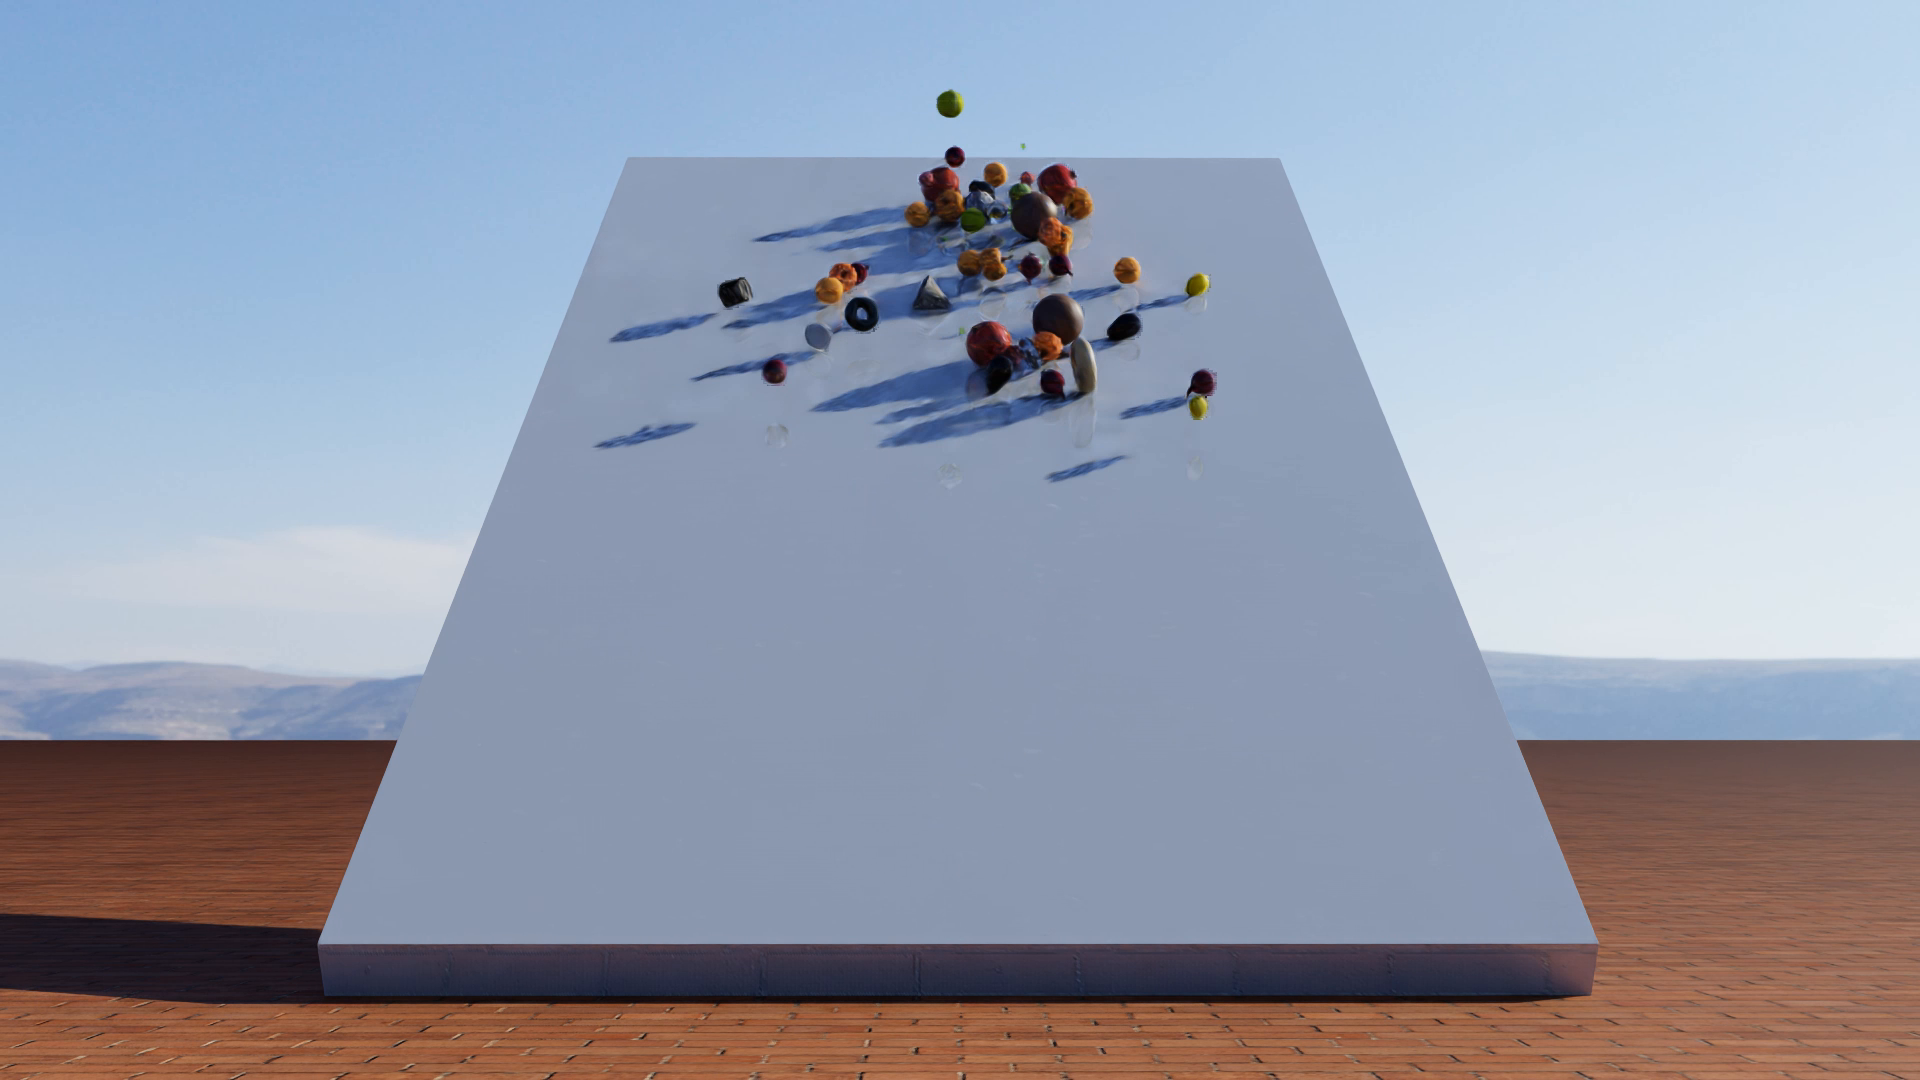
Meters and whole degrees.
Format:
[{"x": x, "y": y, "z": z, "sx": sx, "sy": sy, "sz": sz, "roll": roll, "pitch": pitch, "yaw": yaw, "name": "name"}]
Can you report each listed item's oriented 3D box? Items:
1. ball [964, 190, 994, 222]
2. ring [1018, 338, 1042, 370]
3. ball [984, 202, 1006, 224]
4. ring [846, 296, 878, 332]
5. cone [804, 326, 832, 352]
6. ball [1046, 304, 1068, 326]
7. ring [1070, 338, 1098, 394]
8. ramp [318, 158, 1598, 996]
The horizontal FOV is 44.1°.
[{"x": 0.055, "y": -0.947, "z": 6.718, "sx": 0.089, "sy": 0.089, "sz": 0.089, "roll": 0, "pitch": -5, "yaw": 0, "name": "ball"}, {"x": 0.170, "y": -0.452, "z": 5.746, "sx": 0.029, "sy": 0.088, "sz": 0.088, "roll": -32, "pitch": -1, "yaw": -6, "name": "ring"}, {"x": 0.099, "y": -0.906, "z": 6.569, "sx": 0.060, "sy": 0.060, "sz": 0.060, "roll": 0, "pitch": -5, "yaw": 0, "name": "ball"}, {"x": -0.243, "y": -0.562, "z": 5.884, "sx": 0.089, "sy": 0.089, "sz": 0.030, "roll": 2, "pitch": 5, "yaw": -27, "name": "ring"}, {"x": -0.336, "y": -0.516, "z": 5.878, "sx": 0.072, "sy": 0.072, "sz": 0.072, "roll": -4, "pitch": 29, "yaw": 38, "name": "cone"}, {"x": 0.247, "y": -0.572, "z": 6.015, "sx": 0.054, "sy": 0.054, "sz": 0.054, "roll": 0, "pitch": -5, "yaw": 0, "name": "ball"}, {"x": 0.293, "y": -0.412, "z": 5.608, "sx": 0.045, "sy": 0.134, "sz": 0.134, "roll": -10, "pitch": -4, "yaw": -4, "name": "ring"}, {"x": -0.010, "y": -0.227, "z": 5.502, "sx": 2.000, "sy": 0.100, "sz": 4.000, "roll": 0, "pitch": 27, "yaw": 0, "name": "ramp"}]
